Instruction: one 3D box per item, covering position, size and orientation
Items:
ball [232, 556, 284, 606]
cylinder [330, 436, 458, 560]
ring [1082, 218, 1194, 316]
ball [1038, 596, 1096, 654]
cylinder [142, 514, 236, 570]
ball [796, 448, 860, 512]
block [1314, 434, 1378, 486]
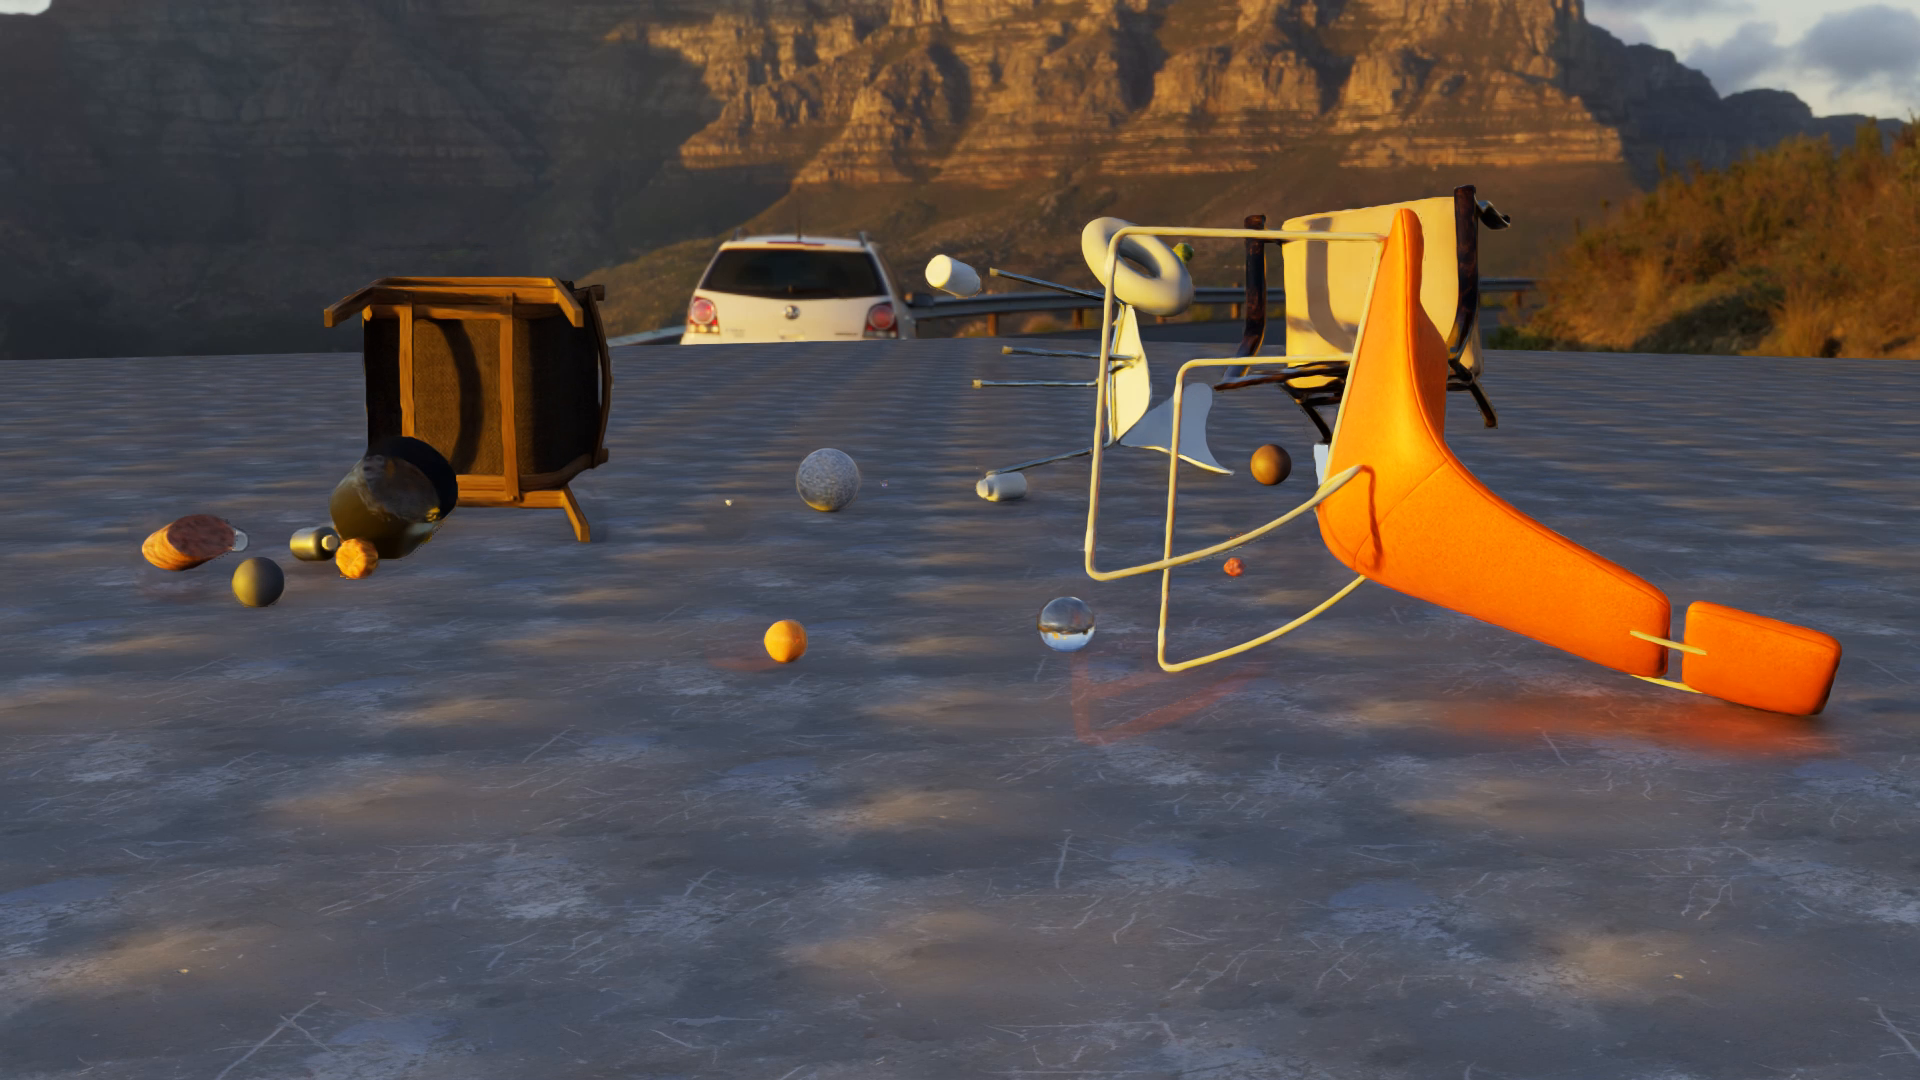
[{"bbox_3d":[-1.398,0.083,5.115,0.100,0.100,0.100,0,6,0],"label":"ball"},{"bbox_3d":[-1.247,-0.093,5.657,0.160,0.220,0.235,-40,1,39],"label":"cylinder"},{"bbox_3d":[0.499,-0.770,7.224,0.226,0.105,0.399,-31,62,-30],"label":"ring"},{"bbox_3d":[0.187,0.148,4.487,0.099,0.099,0.099,0,6,0],"label":"ball"},{"bbox_3d":[-1.566,0.006,5.209,0.138,0.088,0.163,1,-10,-34],"label":"cylinder"},{"bbox_3d":[-0.369,-0.169,7.193,0.177,0.177,0.177,0,6,0],"label":"ball"},{"bbox_3d":[1.189,-0.247,7.911,0.122,0.128,0.141,0,-11,-30],"label":"block"}]
